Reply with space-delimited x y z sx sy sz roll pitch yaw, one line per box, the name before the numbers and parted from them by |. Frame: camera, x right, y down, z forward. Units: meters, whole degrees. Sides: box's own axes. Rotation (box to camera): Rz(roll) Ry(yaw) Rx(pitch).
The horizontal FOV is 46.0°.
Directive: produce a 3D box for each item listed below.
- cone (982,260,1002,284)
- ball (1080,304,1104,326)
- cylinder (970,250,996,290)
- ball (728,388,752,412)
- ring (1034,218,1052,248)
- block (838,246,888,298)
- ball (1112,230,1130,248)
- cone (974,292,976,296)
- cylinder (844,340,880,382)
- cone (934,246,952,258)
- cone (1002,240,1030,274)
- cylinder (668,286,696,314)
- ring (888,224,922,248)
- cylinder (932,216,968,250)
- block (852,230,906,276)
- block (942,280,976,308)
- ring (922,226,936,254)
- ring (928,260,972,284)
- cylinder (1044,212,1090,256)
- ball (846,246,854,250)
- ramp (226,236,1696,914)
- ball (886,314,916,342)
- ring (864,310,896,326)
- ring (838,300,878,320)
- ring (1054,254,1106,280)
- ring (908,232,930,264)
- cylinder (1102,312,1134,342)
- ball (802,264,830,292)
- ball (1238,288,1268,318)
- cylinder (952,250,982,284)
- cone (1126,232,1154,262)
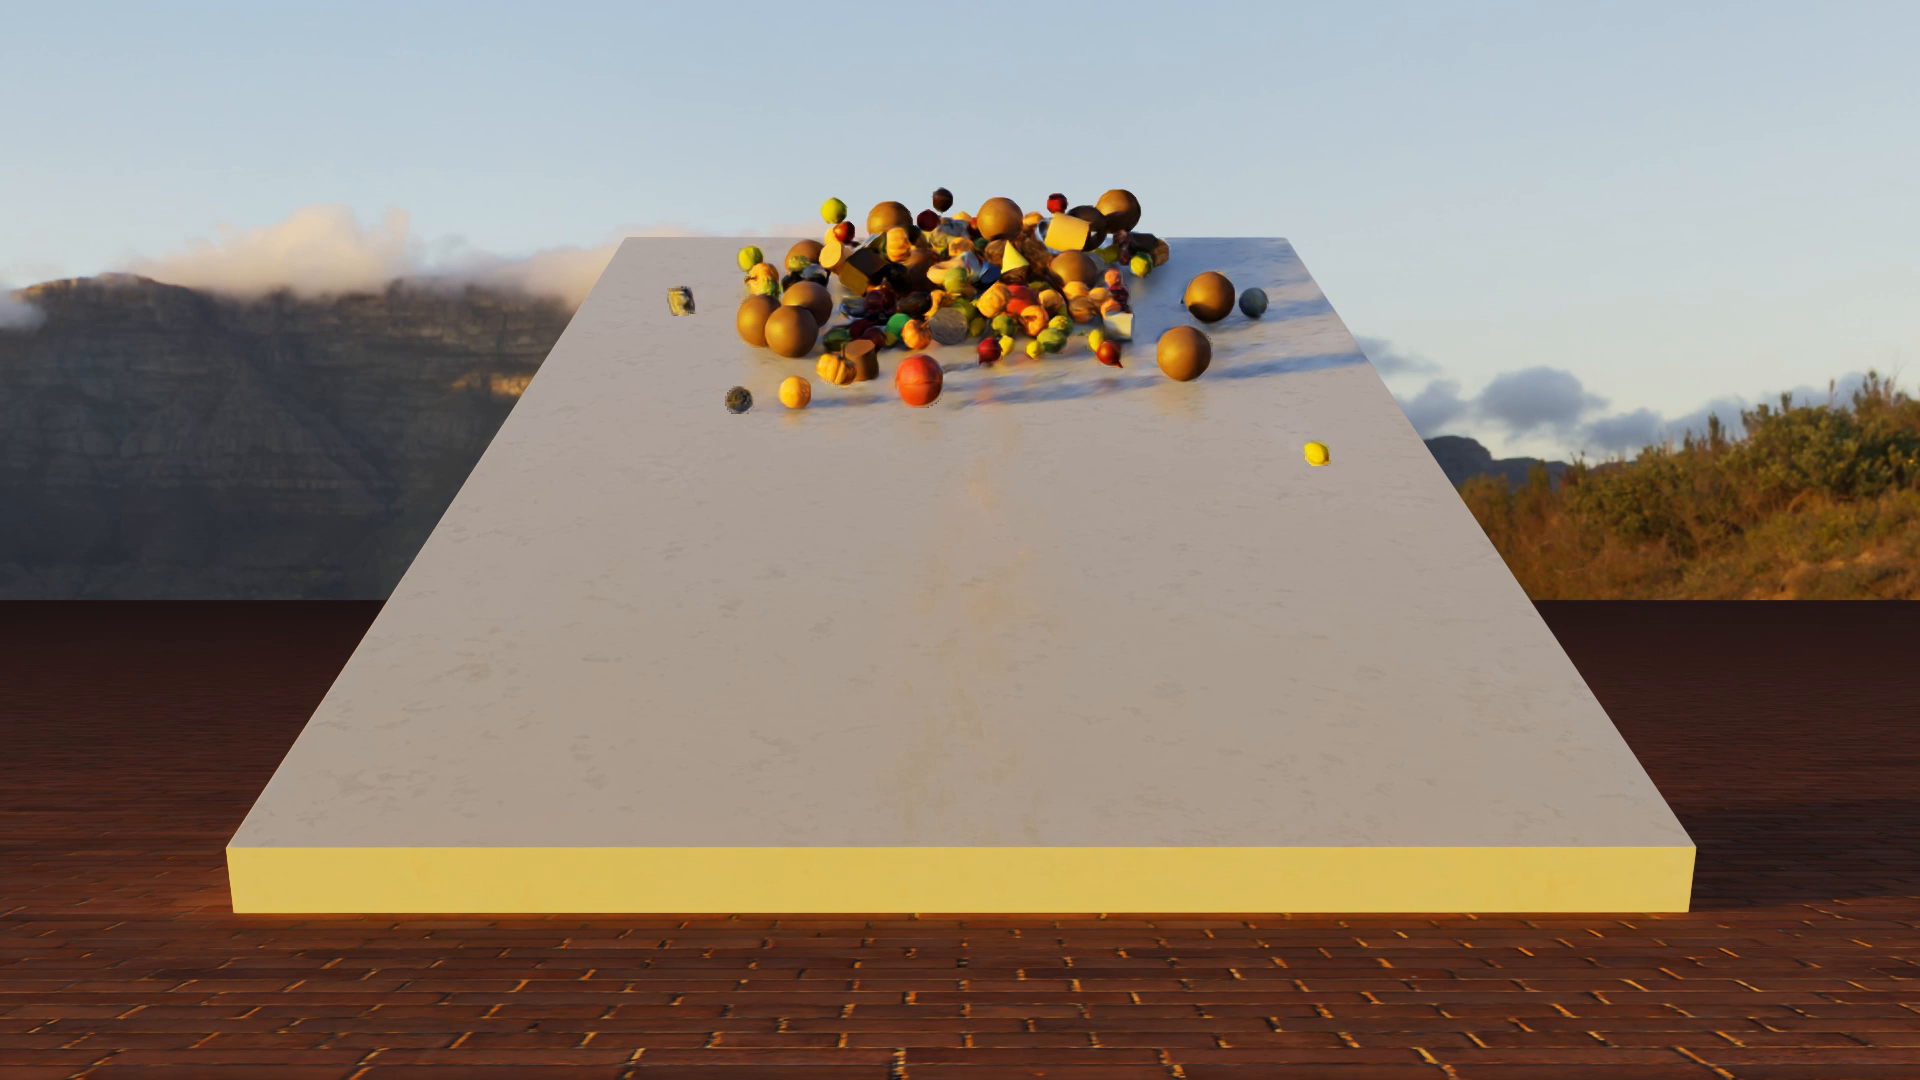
cone | 0.072 -0.726 6.015 0.060 0.060 0.060 -19 -32 -13
ball | 0.340 -0.579 5.835 0.061 0.061 0.061 0 -1 0
cylinder | 0.047 -0.740 6.203 0.091 0.091 0.091 0 19 -15
ball | -0.491 -0.312 5.048 0.056 0.056 0.056 0 -1 0
ring | 0.260 -0.871 6.412 0.097 0.097 0.032 0 -24 -11
block | -0.253 -0.700 5.905 0.081 0.081 0.081 -43 -14 -37
ball | 0.444 -0.826 6.203 0.050 0.050 0.050 0 -1 0
cone | 0.022 -0.676 6.126 0.053 0.053 0.053 29 -1 1
cylinder | -0.230 -0.423 5.308 0.071 0.071 0.071 -7 36 5
cone | -0.059 -0.849 6.607 0.062 0.062 0.062 0 -8 -9
cone | 0.128 -0.712 5.628 0.077 0.077 0.077 -17 2 0
cylinder | -0.706 -0.607 5.730 0.059 0.059 0.059 -10 12 2
ring | -0.149 -0.812 6.029 0.094 0.031 0.094 -9 -21 -4
cylinder | -0.030 -0.847 6.242 0.083 0.083 0.083 8 -3 -10
block | -0.227 -0.777 6.193 0.096 0.096 0.096 -43 17 -16
block | -0.004 -0.654 5.980 0.058 0.058 0.058 13 -8 34
ring | -0.098 -0.866 6.567 0.031 0.092 0.092 9 -6 -32
ring | -0.028 -0.695 5.854 0.116 0.039 0.116 -9 21 3
cylinder | 0.292 -0.834 6.158 0.099 0.099 0.099 17 -3 -4
ball | -0.316 -0.783 6.334 0.086 0.086 0.086 0 -1 0
ramp | -0.005 -0.202 4.974 2.000 0.100 4.000 0 20 0
ball | -0.148 -0.530 5.640 0.072 0.072 0.072 0 -1 0
ring | -0.204 -0.574 5.831 0.086 0.029 0.086 1 20 0
ring | -0.266 -0.603 5.901 0.106 0.035 0.106 0 21 0
ring | 0.334 -0.766 6.335 0.148 0.049 0.148 -7 21 3
ring | -0.121 -0.844 6.454 0.039 0.116 0.116 -21 4 -14
cylinder | 0.398 -0.535 5.658 0.070 0.070 0.070 6 0 12
ball | -0.388 -0.702 6.058 0.075 0.075 0.075 0 -1 0
ball | 0.765 -0.620 5.891 0.076 0.076 0.076 0 -1 0
cylinder | 0.005 -0.718 6.044 0.085 0.085 0.085 -27 -12 21
cone | 0.484 -0.853 6.418 0.096 0.096 0.096 29 -17 -31
